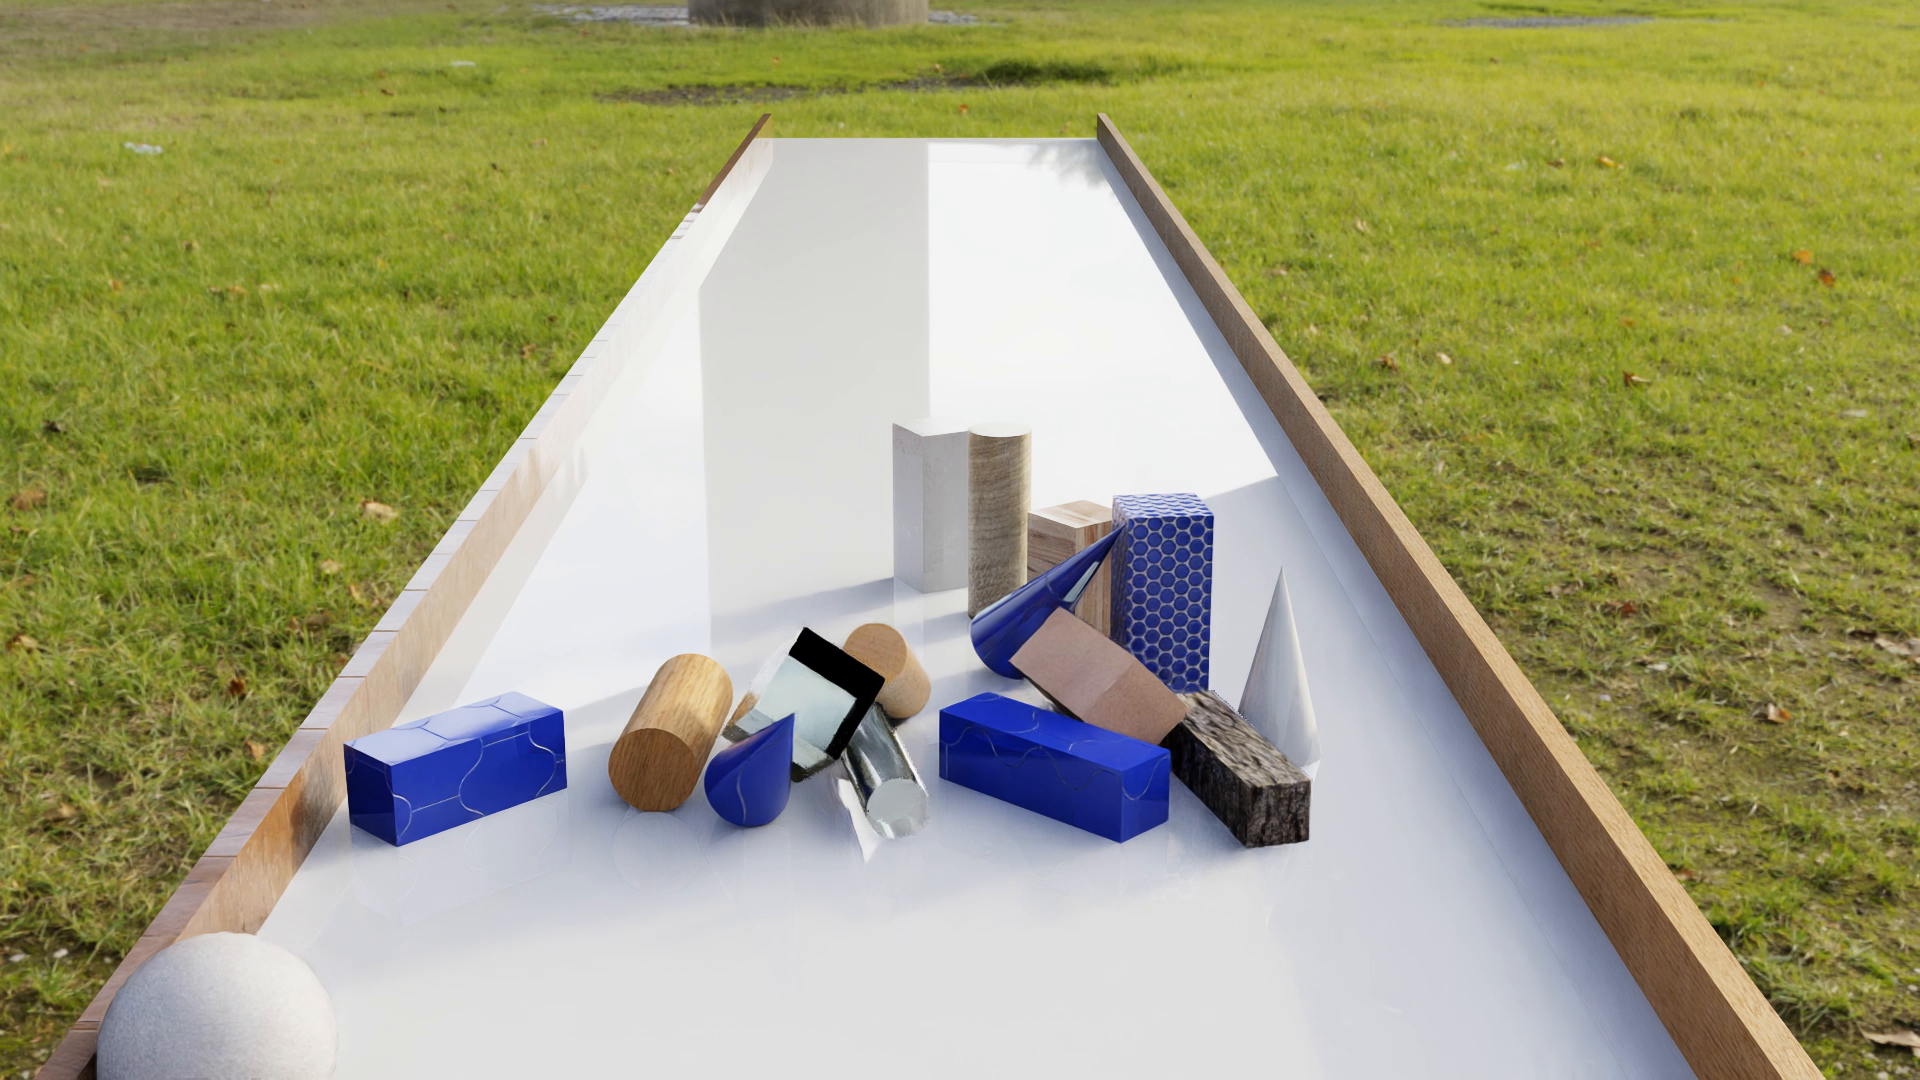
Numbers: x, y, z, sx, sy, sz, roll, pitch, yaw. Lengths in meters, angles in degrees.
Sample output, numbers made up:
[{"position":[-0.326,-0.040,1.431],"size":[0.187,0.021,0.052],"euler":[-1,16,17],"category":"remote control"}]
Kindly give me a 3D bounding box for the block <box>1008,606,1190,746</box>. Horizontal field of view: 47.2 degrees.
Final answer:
[{"position":[0.244,0.260,3.951],"size":[0.141,0.141,0.397],"euler":[-47,20,-3],"category":"block"}]

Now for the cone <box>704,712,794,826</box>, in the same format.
[{"position":[-0.304,0.336,3.518],"size":[0.146,0.146,0.334],"euler":[-7,-23,-22],"category":"cone"}]

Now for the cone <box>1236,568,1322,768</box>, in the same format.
[{"position":[0.565,0.210,3.904],"size":[0.172,0.351,0.172],"euler":[0,17,0],"category":"cone"}]

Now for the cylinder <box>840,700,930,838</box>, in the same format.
[{"position":[-0.141,0.383,3.754],"size":[0.106,0.106,0.384],"euler":[-4,17,-12],"category":"cylinder"}]

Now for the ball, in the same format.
[{"position":[-0.897,0.617,2.665],"size":[0.279,0.279,0.279],"euler":[0,17,0],"category":"ball"}]

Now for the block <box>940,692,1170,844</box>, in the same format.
[{"position":[0.155,0.380,3.728],"size":[0.406,0.126,0.126],"euler":[15,22,41],"category":"block"}]

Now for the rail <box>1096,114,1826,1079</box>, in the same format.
[{"position":[0.932,-0.844,7.801],"size":[0.050,0.150,12.000],"euler":[0,17,-1],"category":"rail"}]

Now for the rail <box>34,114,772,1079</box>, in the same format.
[{"position":[-1.118,-0.838,7.780],"size":[0.050,0.150,12.000],"euler":[0,17,-1],"category":"rail"}]

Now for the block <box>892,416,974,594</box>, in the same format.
[{"position":[-0.049,-0.080,4.872],"size":[0.149,0.356,0.149],"euler":[-9,19,-26],"category":"block"}]

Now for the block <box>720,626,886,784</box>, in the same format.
[{"position":[-0.266,0.280,3.675],"size":[0.158,0.158,0.319],"euler":[33,-19,-7],"category":"block"}]

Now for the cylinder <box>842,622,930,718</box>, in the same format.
[{"position":[-0.128,0.237,3.936],"size":[0.111,0.111,0.378],"euler":[2,-12,6],"category":"cylinder"}]

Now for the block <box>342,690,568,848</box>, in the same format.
[{"position":[-0.845,0.380,3.700],"size":[0.142,0.142,0.339],"euler":[15,22,41],"category":"block"}]

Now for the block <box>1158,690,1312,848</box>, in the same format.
[{"position":[0.457,0.385,3.747],"size":[0.106,0.106,0.429],"euler":[-5,17,-15],"category":"block"}]

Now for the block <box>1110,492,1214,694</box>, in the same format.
[{"position":[0.377,0.121,4.143],"size":[0.159,0.387,0.159],"euler":[-2,17,-7],"category":"block"}]

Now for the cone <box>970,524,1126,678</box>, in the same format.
[{"position":[0.197,0.087,4.180],"size":[0.163,0.163,0.447],"euler":[-14,-23,-39],"category":"cone"}]

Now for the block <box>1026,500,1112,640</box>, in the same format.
[{"position":[0.237,0.094,4.378],"size":[0.147,0.304,0.147],"euler":[-12,21,-36],"category":"block"}]

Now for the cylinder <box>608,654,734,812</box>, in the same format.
[{"position":[-0.501,0.331,3.849],"size":[0.151,0.151,0.372],"euler":[1,17,3],"category":"cylinder"}]

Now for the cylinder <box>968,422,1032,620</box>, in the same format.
[{"position":[0.083,-0.036,4.632],"size":[0.133,0.407,0.133],"euler":[0,17,0],"category":"cylinder"}]
